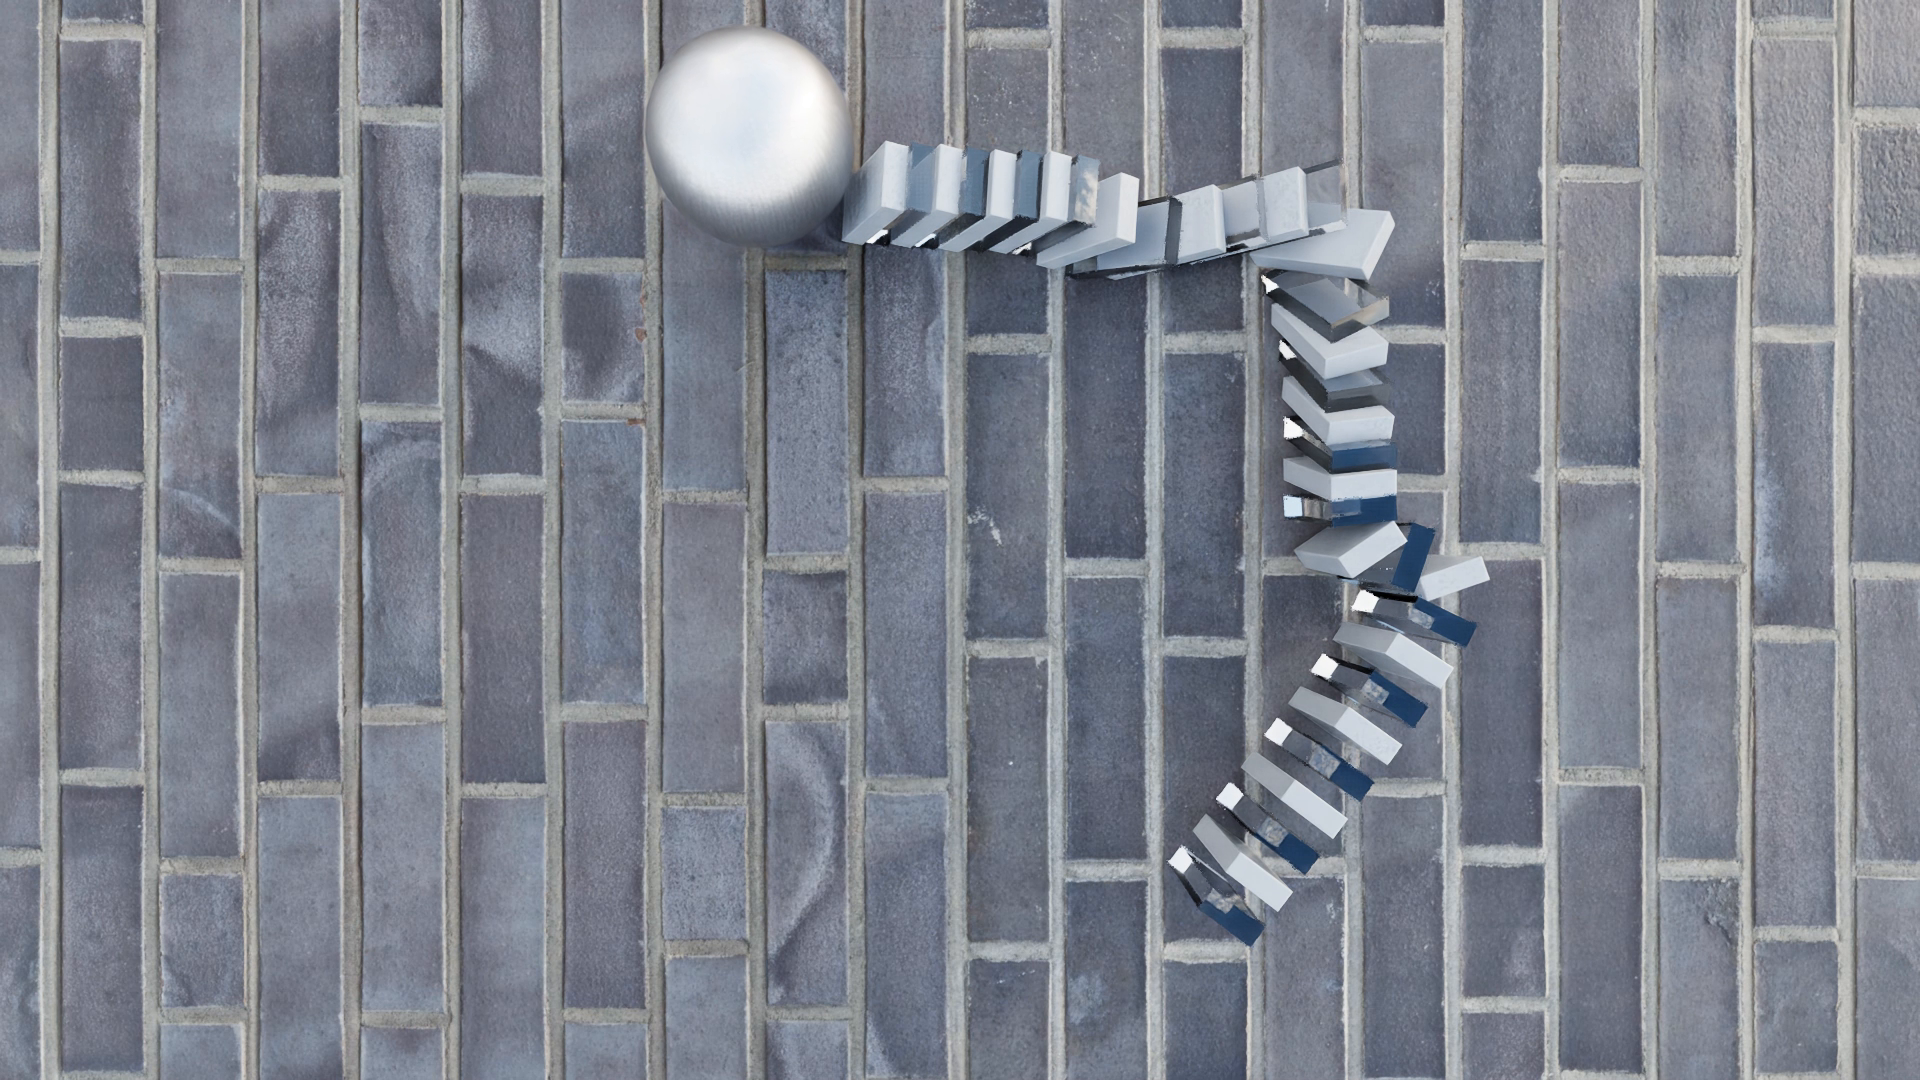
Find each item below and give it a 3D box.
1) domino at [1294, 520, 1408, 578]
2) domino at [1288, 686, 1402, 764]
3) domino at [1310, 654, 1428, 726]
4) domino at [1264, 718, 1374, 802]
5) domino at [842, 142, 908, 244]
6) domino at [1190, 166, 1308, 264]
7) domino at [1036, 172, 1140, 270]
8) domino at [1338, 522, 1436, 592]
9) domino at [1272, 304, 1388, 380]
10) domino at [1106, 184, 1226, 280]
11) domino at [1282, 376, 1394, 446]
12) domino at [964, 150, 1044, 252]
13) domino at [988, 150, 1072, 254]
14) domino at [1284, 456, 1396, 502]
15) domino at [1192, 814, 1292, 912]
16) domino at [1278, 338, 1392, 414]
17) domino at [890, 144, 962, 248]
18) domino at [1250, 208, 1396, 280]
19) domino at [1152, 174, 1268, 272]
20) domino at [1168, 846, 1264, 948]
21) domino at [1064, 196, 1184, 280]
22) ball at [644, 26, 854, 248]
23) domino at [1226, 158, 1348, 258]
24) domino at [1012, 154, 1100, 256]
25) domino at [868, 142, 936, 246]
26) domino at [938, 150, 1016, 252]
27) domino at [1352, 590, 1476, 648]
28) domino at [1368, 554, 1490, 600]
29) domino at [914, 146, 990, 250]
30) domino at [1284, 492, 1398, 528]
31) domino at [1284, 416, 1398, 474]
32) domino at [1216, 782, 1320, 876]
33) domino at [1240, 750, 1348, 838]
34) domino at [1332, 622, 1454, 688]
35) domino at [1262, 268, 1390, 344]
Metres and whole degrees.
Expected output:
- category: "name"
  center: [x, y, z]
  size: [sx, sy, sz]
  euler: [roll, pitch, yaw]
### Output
- category: "domino"
  center: [0.158, 0.002, 0.374]
  size: [0.025, 0.050, 0.010]
  euler: [-35, 92, 2]
- category: "domino"
  center: [0.156, 0.075, 0.375]
  size: [0.025, 0.050, 0.009]
  euler: [36, 90, 0]
- category: "domino"
  center: [0.166, 0.061, 0.375]
  size: [0.025, 0.050, 0.010]
  euler: [35, 90, 0]
- category: "domino"
  center: [0.146, 0.089, 0.375]
  size: [0.025, 0.050, 0.010]
  euler: [36, 90, 0]
- category: "domino"
  center: [-0.035, -0.141, 0.375]
  size: [0.009, 0.050, 0.025]
  euler: [4, 90, -25]
- category: "domino"
  center: [0.117, -0.134, 0.380]
  size: [0.050, 0.009, 0.025]
  euler: [-4, 86, 37]
- category: "domino"
  center: [0.051, -0.130, 0.377]
  size: [0.009, 0.050, 0.025]
  euler: [4, 90, -34]
- category: "domino"
  center: [0.173, 0.007, 0.375]
  size: [0.010, 0.050, 0.025]
  euler: [19, 90, 0]
- category: "domino"
  center: [0.151, -0.085, 0.378]
  size: [0.025, 0.050, 0.010]
  euler: [-15, 130, 0]
- category: "domino"
  center: [0.084, -0.127, 0.381]
  size: [0.050, 0.010, 0.025]
  euler: [-4, 90, 37]
- category: "domino"
  center: [0.154, -0.055, 0.376]
  size: [0.025, 0.050, 0.009]
  euler: [-6, 121, 0]
- category: "domino"
  center: [0.017, -0.137, 0.375]
  size: [0.009, 0.050, 0.025]
  euler: [4, 90, -25]
- category: "domino"
  center: [0.027, -0.137, 0.375]
  size: [0.010, 0.050, 0.025]
  euler: [4, 90, -25]
- category: "domino"
  center: [0.154, -0.026, 0.375]
  size: [0.025, 0.050, 0.009]
  euler: [-6, 103, 0]
- category: "domino"
  center: [0.114, 0.131, 0.375]
  size: [0.025, 0.050, 0.010]
  euler: [37, 90, 0]
- category: "domino"
  center: [0.153, -0.070, 0.377]
  size: [0.025, 0.050, 0.010]
  euler: [-9, 126, 0]
- category: "domino"
  center: [-0.015, -0.140, 0.375]
  size: [0.010, 0.050, 0.025]
  euler: [4, 90, -25]
- category: "domino"
  center: [0.149, -0.124, 0.380]
  size: [0.050, 0.010, 0.025]
  euler: [25, 89, 42]
- category: "domino"
  center: [0.101, -0.131, 0.381]
  size: [0.050, 0.010, 0.025]
  euler: [-5, 88, 37]
- category: "domino"
  center: [0.104, 0.145, 0.375]
  size: [0.025, 0.050, 0.010]
  euler: [37, 90, 0]
- category: "domino"
  center: [0.067, -0.124, 0.378]
  size: [0.010, 0.050, 0.025]
  euler: [3, 93, -44]
- category: "ball"
  center: [-0.082, -0.156, 0.360]
  size: [0.080, 0.080, 0.080]
  euler: [0, 90, 0]
- category: "domino"
  center: [0.133, -0.137, 0.380]
  size: [0.050, 0.010, 0.025]
  euler: [-4, 86, 38]
- category: "domino"
  center: [0.038, -0.136, 0.375]
  size: [0.009, 0.050, 0.025]
  euler: [4, 90, -26]
- category: "domino"
  center: [-0.025, -0.140, 0.375]
  size: [0.009, 0.050, 0.025]
  euler: [4, 90, -25]
- category: "domino"
  center: [0.006, -0.138, 0.375]
  size: [0.010, 0.050, 0.025]
  euler: [4, 90, -25]
- category: "domino"
  center: [0.184, 0.031, 0.375]
  size: [0.025, 0.050, 0.009]
  euler: [26, 90, 0]
- category: "domino"
  center: [0.189, 0.015, 0.375]
  size: [0.025, 0.050, 0.010]
  euler: [-19, 90, 0]
- category: "domino"
  center: [-0.004, -0.139, 0.375]
  size: [0.010, 0.050, 0.025]
  euler: [4, 90, -25]
- category: "domino"
  center: [0.154, -0.013, 0.375]
  size: [0.025, 0.050, 0.009]
  euler: [-6, 96, 0]
- category: "domino"
  center: [0.155, -0.041, 0.375]
  size: [0.025, 0.050, 0.009]
  euler: [-6, 113, 0]
- category: "domino"
  center: [0.125, 0.117, 0.375]
  size: [0.025, 0.050, 0.010]
  euler: [37, 90, 0]
- category: "domino"
  center: [0.135, 0.103, 0.375]
  size: [0.025, 0.050, 0.010]
  euler: [37, 90, 0]
- category: "domino"
  center: [0.176, 0.046, 0.375]
  size: [0.025, 0.050, 0.009]
  euler: [32, 90, 0]
- category: "domino"
  center: [0.150, -0.101, 0.378]
  size: [0.025, 0.050, 0.009]
  euler: [-26, 132, 0]
